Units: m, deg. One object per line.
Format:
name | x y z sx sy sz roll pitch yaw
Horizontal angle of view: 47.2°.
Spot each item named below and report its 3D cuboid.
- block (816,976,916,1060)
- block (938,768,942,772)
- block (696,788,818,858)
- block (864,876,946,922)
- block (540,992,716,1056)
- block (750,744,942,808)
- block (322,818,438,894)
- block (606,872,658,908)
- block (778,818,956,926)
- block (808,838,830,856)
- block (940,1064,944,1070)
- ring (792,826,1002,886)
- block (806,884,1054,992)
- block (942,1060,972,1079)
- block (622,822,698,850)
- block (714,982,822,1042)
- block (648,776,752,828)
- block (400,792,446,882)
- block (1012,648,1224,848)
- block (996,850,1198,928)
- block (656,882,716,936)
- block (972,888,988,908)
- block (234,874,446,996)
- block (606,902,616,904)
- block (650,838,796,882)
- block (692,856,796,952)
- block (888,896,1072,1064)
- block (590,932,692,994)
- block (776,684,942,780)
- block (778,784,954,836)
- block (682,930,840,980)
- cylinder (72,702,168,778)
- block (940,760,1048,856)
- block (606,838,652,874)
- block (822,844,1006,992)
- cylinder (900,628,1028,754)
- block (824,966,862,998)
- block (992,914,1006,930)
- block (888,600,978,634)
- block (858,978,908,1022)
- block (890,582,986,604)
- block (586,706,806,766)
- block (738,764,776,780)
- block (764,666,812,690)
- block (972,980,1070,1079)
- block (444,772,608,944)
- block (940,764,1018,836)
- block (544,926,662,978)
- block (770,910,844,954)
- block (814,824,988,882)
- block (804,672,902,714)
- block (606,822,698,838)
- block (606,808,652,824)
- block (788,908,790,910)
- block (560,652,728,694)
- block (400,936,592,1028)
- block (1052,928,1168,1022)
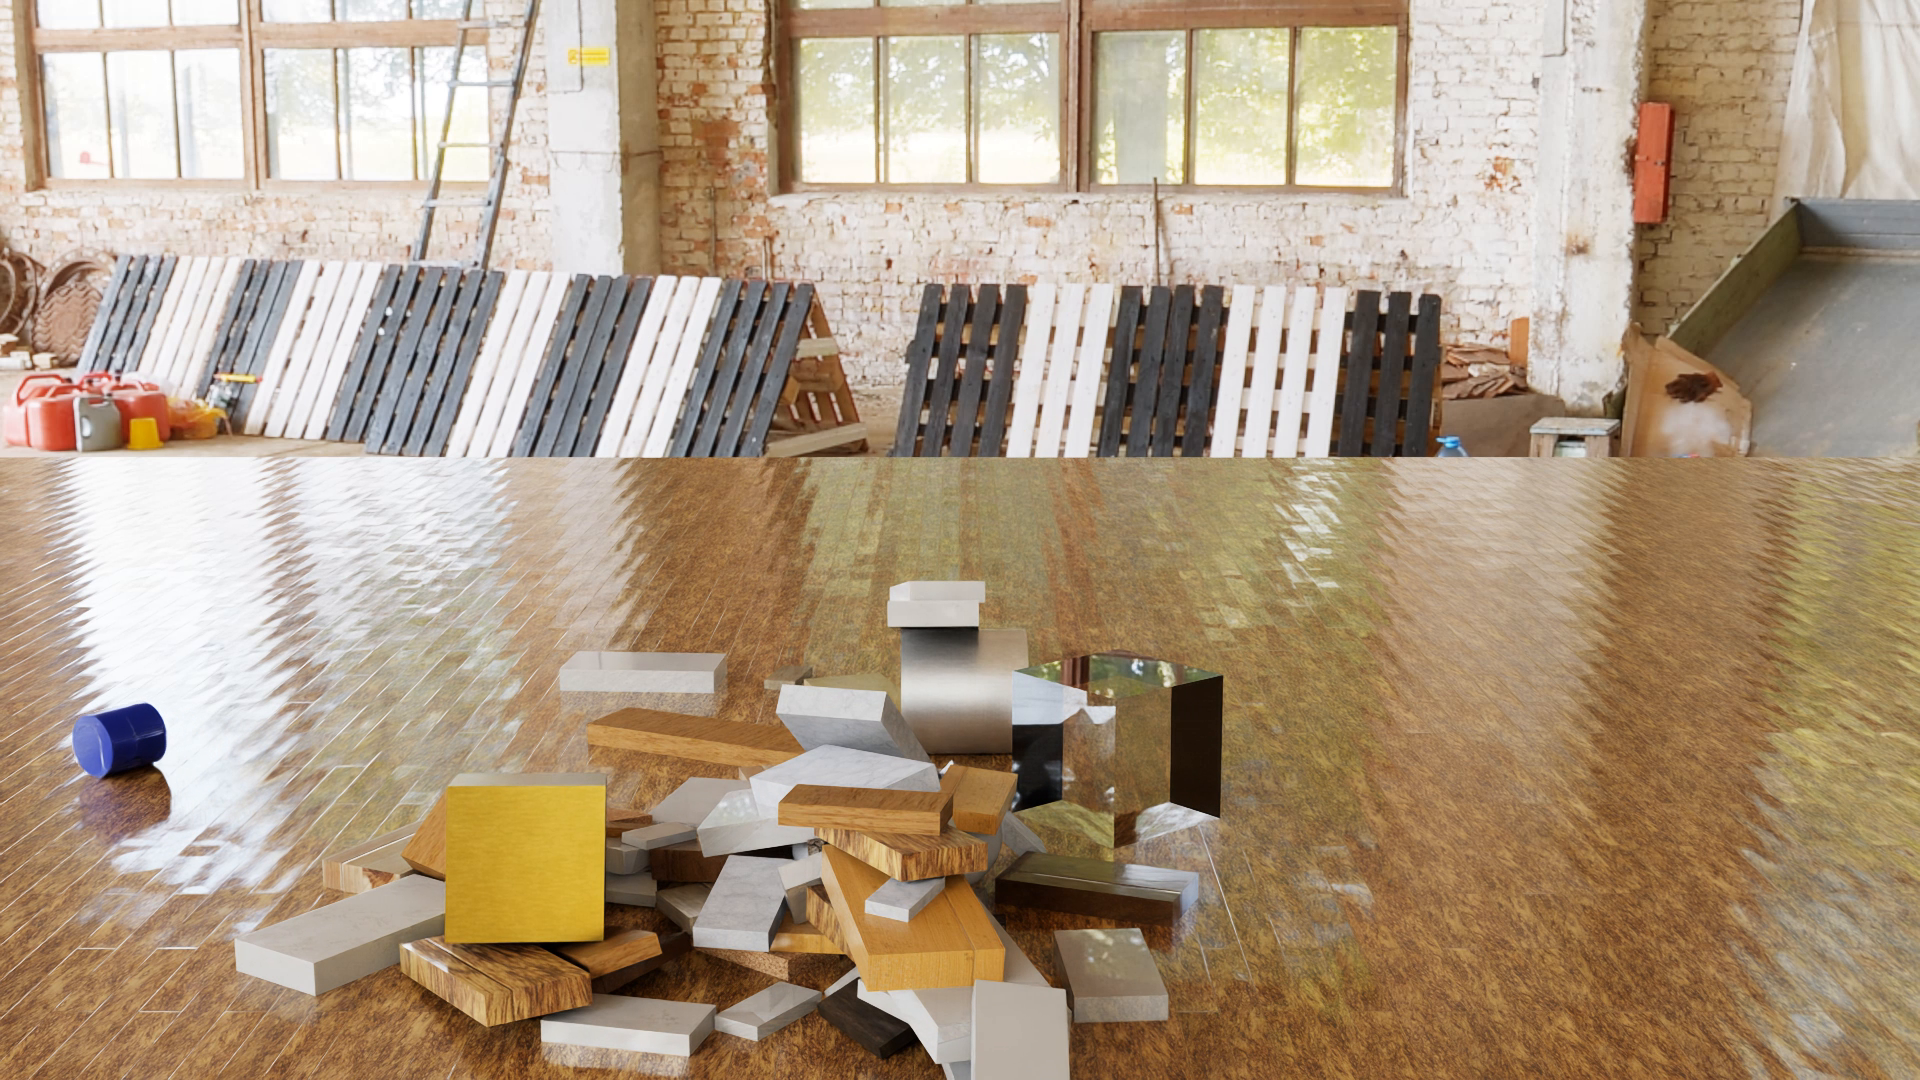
block | -0.126 0.669 3.082 0.076 0.022 0.152 -29 30 -29
block | -0.125 0.462 4.044 0.274 0.039 0.137 0 -27 1
block | -0.237 0.433 3.541 0.336 0.048 0.168 -10 12 14
block | -0.074 0.480 2.980 0.063 0.018 0.126 9 16 21
block | -0.465 0.680 3.097 0.220 0.031 0.110 3 11 14
block | -0.185 0.386 3.480 0.154 0.044 0.308 -21 14 -34
block | -0.899 0.532 3.849 0.168 0.048 0.428 5 12 27
block | -0.575 0.566 3.614 0.151 0.021 0.076 9 20 -12
block | -0.135 0.493 3.325 0.269 0.135 0.038 -19 59 -9
block | -0.118 0.510 3.414 0.229 0.032 0.114 -7 55 -1
block | 0.035 0.705 2.891 0.095 0.027 0.418 -2 6 -9
ring | -0.102 0.490 3.598 0.345 0.115 0.345 -4 17 1
block | -0.050 0.581 3.136 0.180 0.051 0.404 -5 17 -29
block | 0.036 0.687 2.806 0.095 0.027 0.191 -1 6 -7
block | -0.504 0.496 3.688 0.058 0.017 0.117 11 10 37
block | -0.274 0.675 3.154 0.076 0.022 0.152 7 12 32
block | -0.476 0.498 4.056 0.137 0.039 0.274 2 11 12
block | -0.750 0.511 3.595 0.308 0.044 0.154 16 60 28
block | 0.289 0.378 4.062 0.273 0.273 0.273 -9 14 -39
block | 0.227 0.575 3.633 0.303 0.043 0.152 4 11 22
block | -0.405 0.580 3.475 0.102 0.029 0.203 -8 6 -22
block | -0.020 0.575 3.443 0.114 0.032 0.228 -7 -5 4
block | -0.922 0.610 3.424 0.179 0.051 0.357 7 13 33
block | -0.612 0.575 3.690 0.151 0.021 0.076 8 13 36
block | -0.338 0.521 3.731 0.179 0.051 0.357 -4 1 34
block | -0.325 0.555 3.374 0.114 0.032 0.229 3 20 8
block | -0.003 0.582 2.943 0.180 0.051 0.360 -2 16 -19
block | -0.502 0.634 3.272 0.102 0.029 0.203 -15 1 32
block | -0.145 0.384 3.768 0.179 0.051 0.540 3 -26 17
block | -0.133 0.384 3.141 0.231 0.033 0.116 2 7 9
block | -0.310 0.623 3.404 0.228 0.032 0.114 9 14 39
cylinder | -1.668 0.396 4.368 0.126 0.126 0.126 7 13 33
block | 0.060 0.477 3.801 0.220 0.031 0.110 43 4 -11
block | -0.554 0.524 3.740 0.137 0.039 0.274 8 1 24
block | -0.071 0.508 3.008 0.180 0.051 0.360 0 15 -13
cylinder | 0.007 0.309 4.490 0.254 0.254 0.254 0 11 -2
block | -0.121 0.658 3.163 0.076 0.022 0.152 -35 28 -28
block | 0.020 0.600 3.384 0.099 0.028 0.199 -2 -5 2
block | -0.047 0.182 4.885 0.176 0.050 1.256 0 -4 0
block | -0.042 0.643 3.056 0.191 0.027 0.095 17 20 41
block | -0.049 0.113 4.527 0.152 0.043 0.303 0 -4 -9
block | -0.484 0.412 4.507 0.573 0.043 0.152 5 12 26
block | -0.381 0.468 4.270 0.072 0.021 0.145 -3 11 -16
block | -0.395 0.318 5.080 0.072 0.021 0.145 2 11 12
block | 0.073 0.676 2.622 0.116 0.033 0.395 7 30 -4
block | -0.657 0.480 3.354 0.230 0.230 0.230 1 -1 -8
block | 0.020 0.419 3.561 0.114 0.032 0.229 8 12 8
block | -0.532 0.611 3.267 0.110 0.031 0.220 -16 1 -27
block | -0.219 0.599 3.364 0.203 0.029 0.102 1 11 7
block | -0.087 0.424 3.119 0.135 0.038 0.269 -3 8 -30
block | -0.207 0.360 4.772 0.176 0.050 0.353 -4 11 -19
block | -0.542 0.498 3.757 0.257 0.017 0.058 8 1 -26
block | -0.710 0.506 3.824 0.168 0.048 0.336 5 2 32
block | -0.315 0.584 3.637 0.080 0.023 0.160 0 11 -1
block | -0.727 0.304 5.072 0.353 0.050 0.176 1 11 4
block | -0.681 0.630 3.201 0.154 0.044 0.384 -6 5 -31
block | 0.221 0.645 3.270 0.135 0.038 0.269 -1 11 -4
